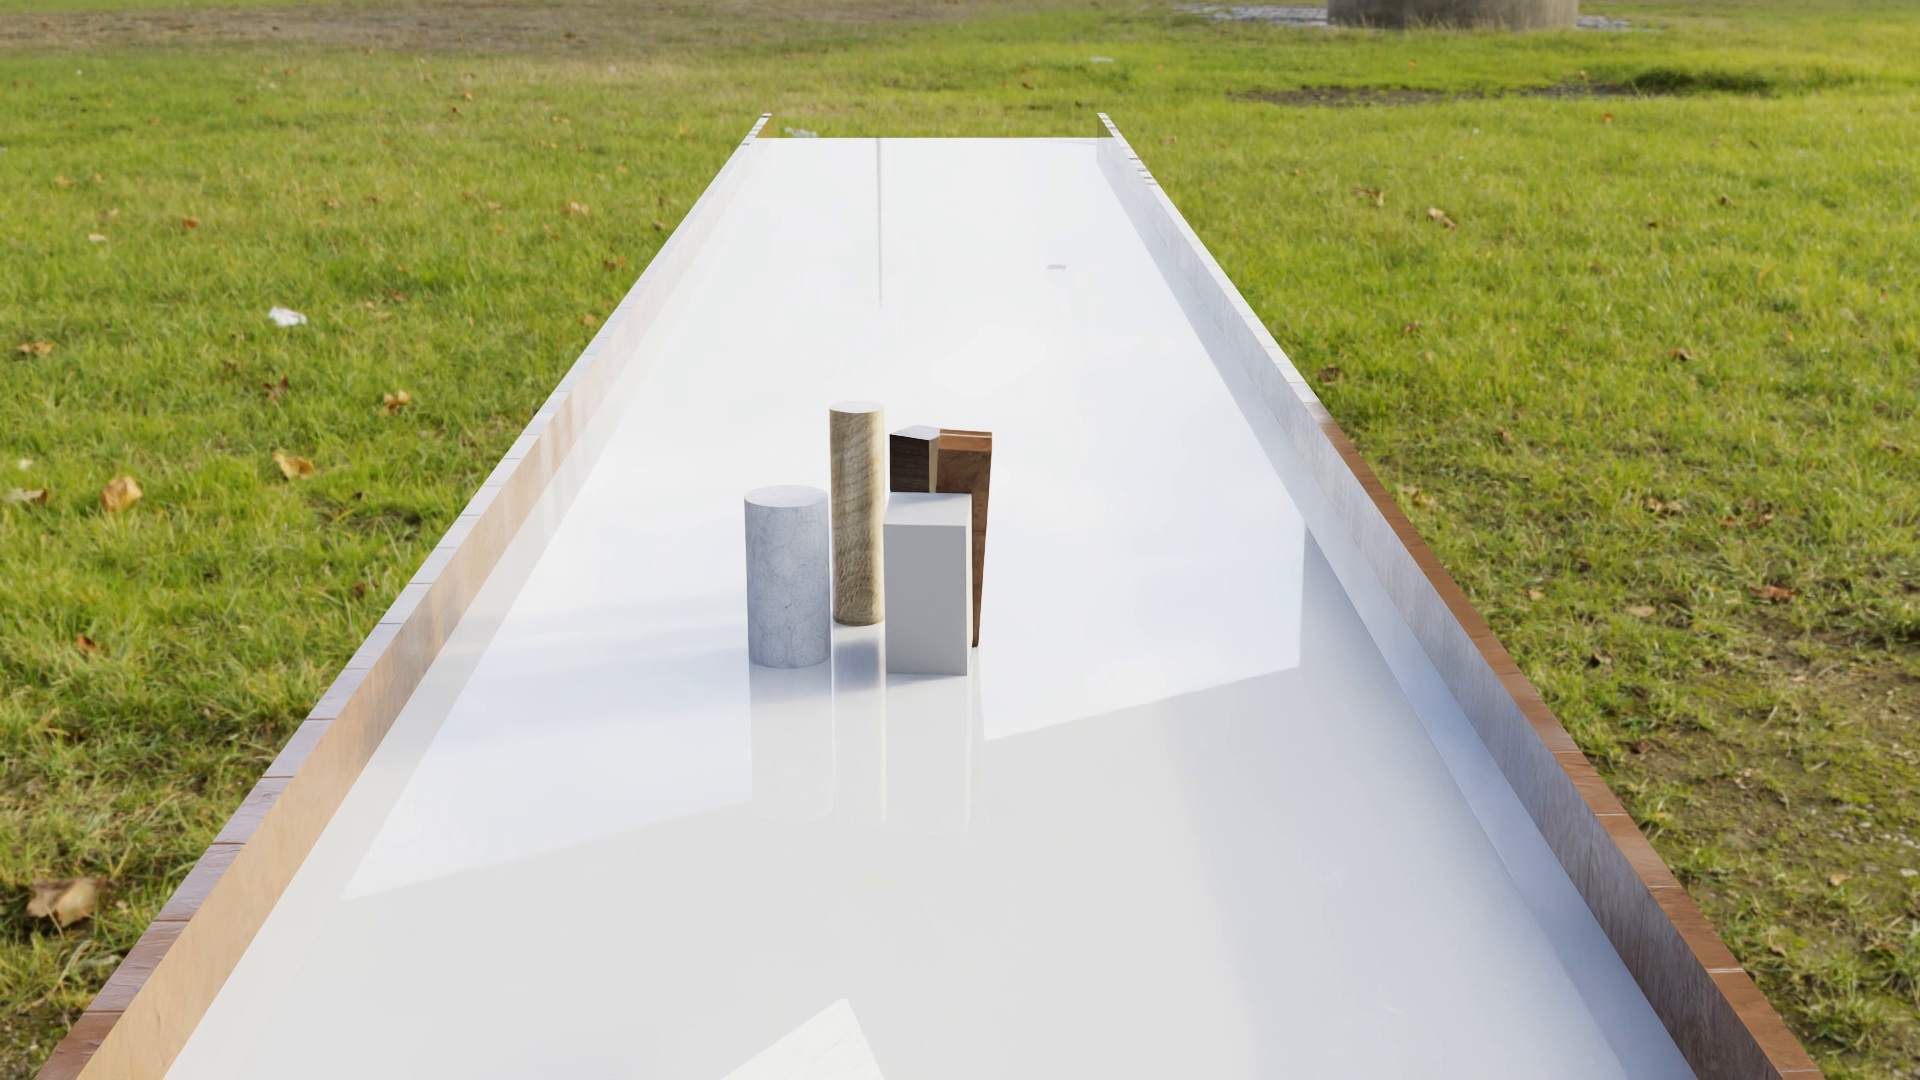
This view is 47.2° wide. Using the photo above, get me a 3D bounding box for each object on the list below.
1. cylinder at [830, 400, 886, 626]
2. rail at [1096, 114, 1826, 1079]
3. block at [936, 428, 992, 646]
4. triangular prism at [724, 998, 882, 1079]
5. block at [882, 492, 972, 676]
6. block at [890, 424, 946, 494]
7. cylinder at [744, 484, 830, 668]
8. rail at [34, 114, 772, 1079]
[{"bbox_3d":[-0.214,-0.055,4.606,0.114,0.459,0.114,0,17,0],"label":"cylinder"},{"bbox_3d":[0.932,-0.844,7.801,0.050,0.150,12.000,0,17,-1],"label":"rail"},{"bbox_3d":[-0.001,-0.002,4.450,0.105,0.431,0.105,4,25,0],"label":"block"},{"bbox_3d":[-0.261,0.693,2.665,0.143,0.124,0.409,10,19,32],"label":"triangular prism"},{"bbox_3d":[-0.061,0.086,4.343,0.160,0.321,0.160,1,24,4],"label":"block"},{"bbox_3d":[-0.083,-0.073,4.876,0.105,0.341,0.105,10,19,31],"label":"block"},{"bbox_3d":[-0.344,0.072,4.398,0.166,0.334,0.166,0,17,0],"label":"cylinder"},{"bbox_3d":[-1.118,-0.838,7.780,0.050,0.150,12.000,0,17,-1],"label":"rail"}]
